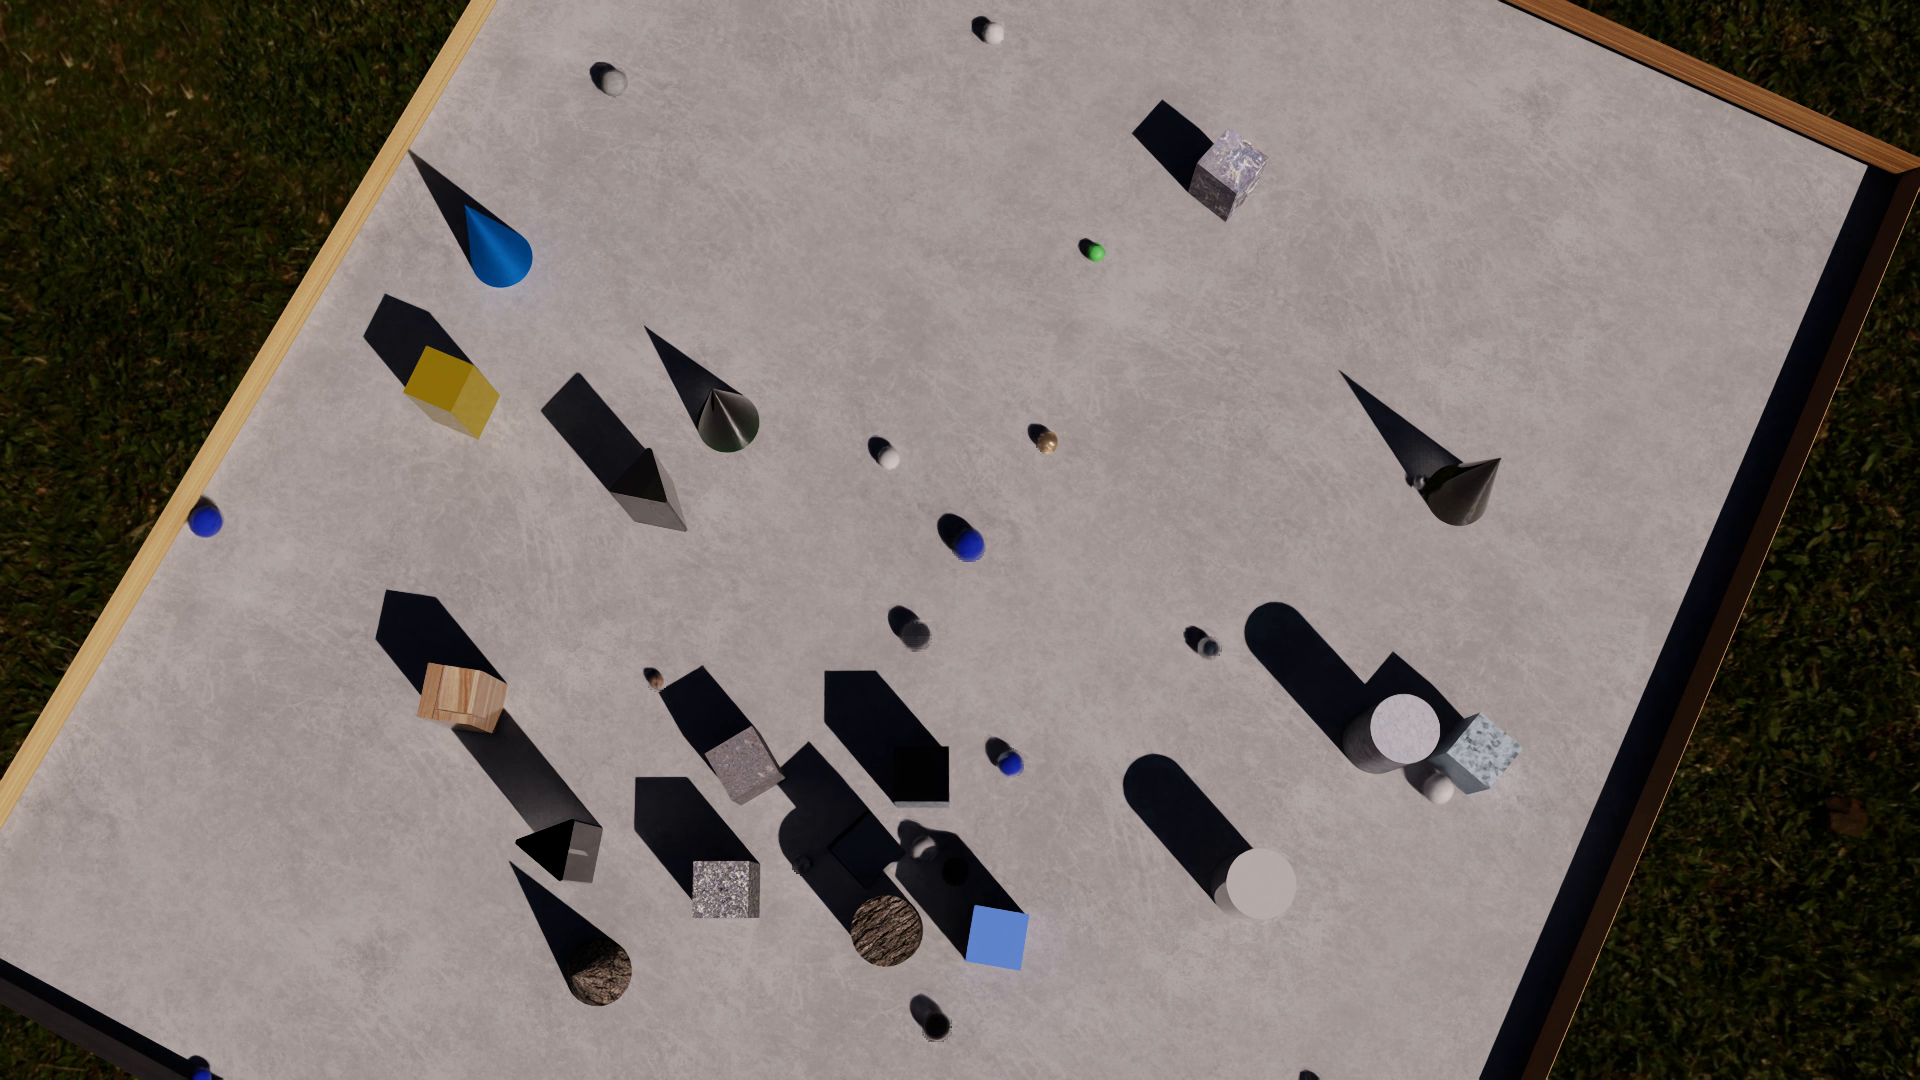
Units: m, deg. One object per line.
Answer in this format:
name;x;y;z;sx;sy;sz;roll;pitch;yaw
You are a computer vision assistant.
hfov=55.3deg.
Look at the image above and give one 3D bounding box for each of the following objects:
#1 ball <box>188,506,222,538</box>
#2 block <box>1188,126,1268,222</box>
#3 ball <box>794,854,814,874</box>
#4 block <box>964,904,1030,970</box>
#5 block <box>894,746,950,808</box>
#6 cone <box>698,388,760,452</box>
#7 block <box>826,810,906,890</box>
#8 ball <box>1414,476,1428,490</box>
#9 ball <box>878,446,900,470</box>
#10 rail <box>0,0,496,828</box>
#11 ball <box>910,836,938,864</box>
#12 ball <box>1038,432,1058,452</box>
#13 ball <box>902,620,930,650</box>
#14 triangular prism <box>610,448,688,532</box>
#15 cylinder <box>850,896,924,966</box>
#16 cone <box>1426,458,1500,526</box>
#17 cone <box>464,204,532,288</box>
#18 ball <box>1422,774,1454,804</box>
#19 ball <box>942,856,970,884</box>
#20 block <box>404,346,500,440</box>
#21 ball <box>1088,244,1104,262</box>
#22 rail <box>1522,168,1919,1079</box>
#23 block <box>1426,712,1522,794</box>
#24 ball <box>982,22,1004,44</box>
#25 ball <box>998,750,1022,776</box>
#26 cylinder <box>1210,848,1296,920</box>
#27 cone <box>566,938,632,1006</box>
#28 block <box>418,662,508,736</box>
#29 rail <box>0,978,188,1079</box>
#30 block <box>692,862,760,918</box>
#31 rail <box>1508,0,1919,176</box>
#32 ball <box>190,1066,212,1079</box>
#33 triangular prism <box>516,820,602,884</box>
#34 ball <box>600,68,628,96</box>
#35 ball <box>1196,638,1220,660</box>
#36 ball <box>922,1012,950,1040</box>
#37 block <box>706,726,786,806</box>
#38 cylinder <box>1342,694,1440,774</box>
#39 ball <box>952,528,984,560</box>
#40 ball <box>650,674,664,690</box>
ball;-2.296;-0.054;5.578;0.097;0.097;0.097;0;78;0
block;0.836;-1.140;5.732;0.156;0.235;0.156;40;81;8
ball;-0.460;0.950;5.390;0.058;0.058;0.058;0;78;0
block;0.104;1.136;5.240;0.156;0.277;0.156;9;78;2
block;-0.109;0.691;5.321;0.156;0.298;0.156;0;78;0
cone;-0.720;-0.403;5.511;0.194;0.369;0.194;0;78;0
block;-0.267;0.898;5.301;0.156;0.253;0.156;-43;81;-8
ball;1.415;-0.176;5.630;0.044;0.044;0.044;0;78;0
ball;-0.217;-0.253;5.633;0.071;0.071;0.071;0;78;0
rail;-1.928;-0.937;5.745;0.045;0.126;4.862;26;80;5
ball;-0.105;0.909;5.387;0.081;0.081;0.081;0;78;0
ball;0.272;-0.303;5.647;0.064;0.064;0.064;0;78;0
ball;-0.132;0.285;5.512;0.088;0.088;0.088;0;78;0
triangular prism;-0.905;-0.154;5.442;0.168;0.404;0.146;11;79;2
cylinder;-0.205;1.113;5.225;0.194;0.316;0.194;0;78;0
cone;1.532;-0.186;5.415;0.194;0.469;0.194;0;78;0
cone;-1.450;-0.936;5.582;0.194;0.447;0.194;0;78;0
ball;1.414;0.734;5.419;0.090;0.090;0.090;0;78;0
ball;-0.012;0.969;5.376;0.078;0.078;0.078;0;78;0
block;-1.534;-0.442;5.546;0.156;0.318;0.156;22;79;5
ball;0.429;-0.904;5.776;0.055;0.055;0.055;0;78;0
rail;1.928;0.951;5.354;0.045;0.126;4.862;26;80;5
block;1.502;0.627;5.361;0.156;0.247;0.156;41;81;8
ball;0.108;-1.637;5.918;0.073;0.073;0.073;0;78;0
ball;0.148;0.662;5.442;0.074;0.074;0.074;0;78;0
cylinder;0.835;0.986;5.240;0.194;0.339;0.194;0;78;0
cone;-1.056;1.224;5.170;0.194;0.378;0.194;0;78;0
block;-1.451;0.468;5.360;0.156;0.313;0.156;8;78;2
rail;-1.076;2.115;5.113;4.359;0.126;0.045;26;80;5
block;-0.668;1.005;5.256;0.156;0.299;0.156;0;78;0
rail;1.076;-2.102;5.986;4.359;0.126;0.045;26;80;5
ball;-2.182;1.544;5.268;0.056;0.056;0.056;0;78;0
triangular prism;-1.108;0.866;5.227;0.168;0.412;0.146;39;81;7
ball;-1.110;-1.466;5.875;0.088;0.088;0.088;0;78;0
ball;0.746;0.326;5.515;0.067;0.067;0.067;0;78;0
ball;-0.068;1.401;5.286;0.080;0.080;0.080;0;78;0
block;-0.624;0.662;5.356;0.156;0.242;0.156;-30;80;-6
cylinder;1.243;0.565;5.305;0.194;0.381;0.194;0;78;0
ball;0.026;0.011;5.565;0.097;0.097;0.097;0;78;0
ball;-0.911;0.425;5.506;0.044;0.044;0.044;0;78;0
